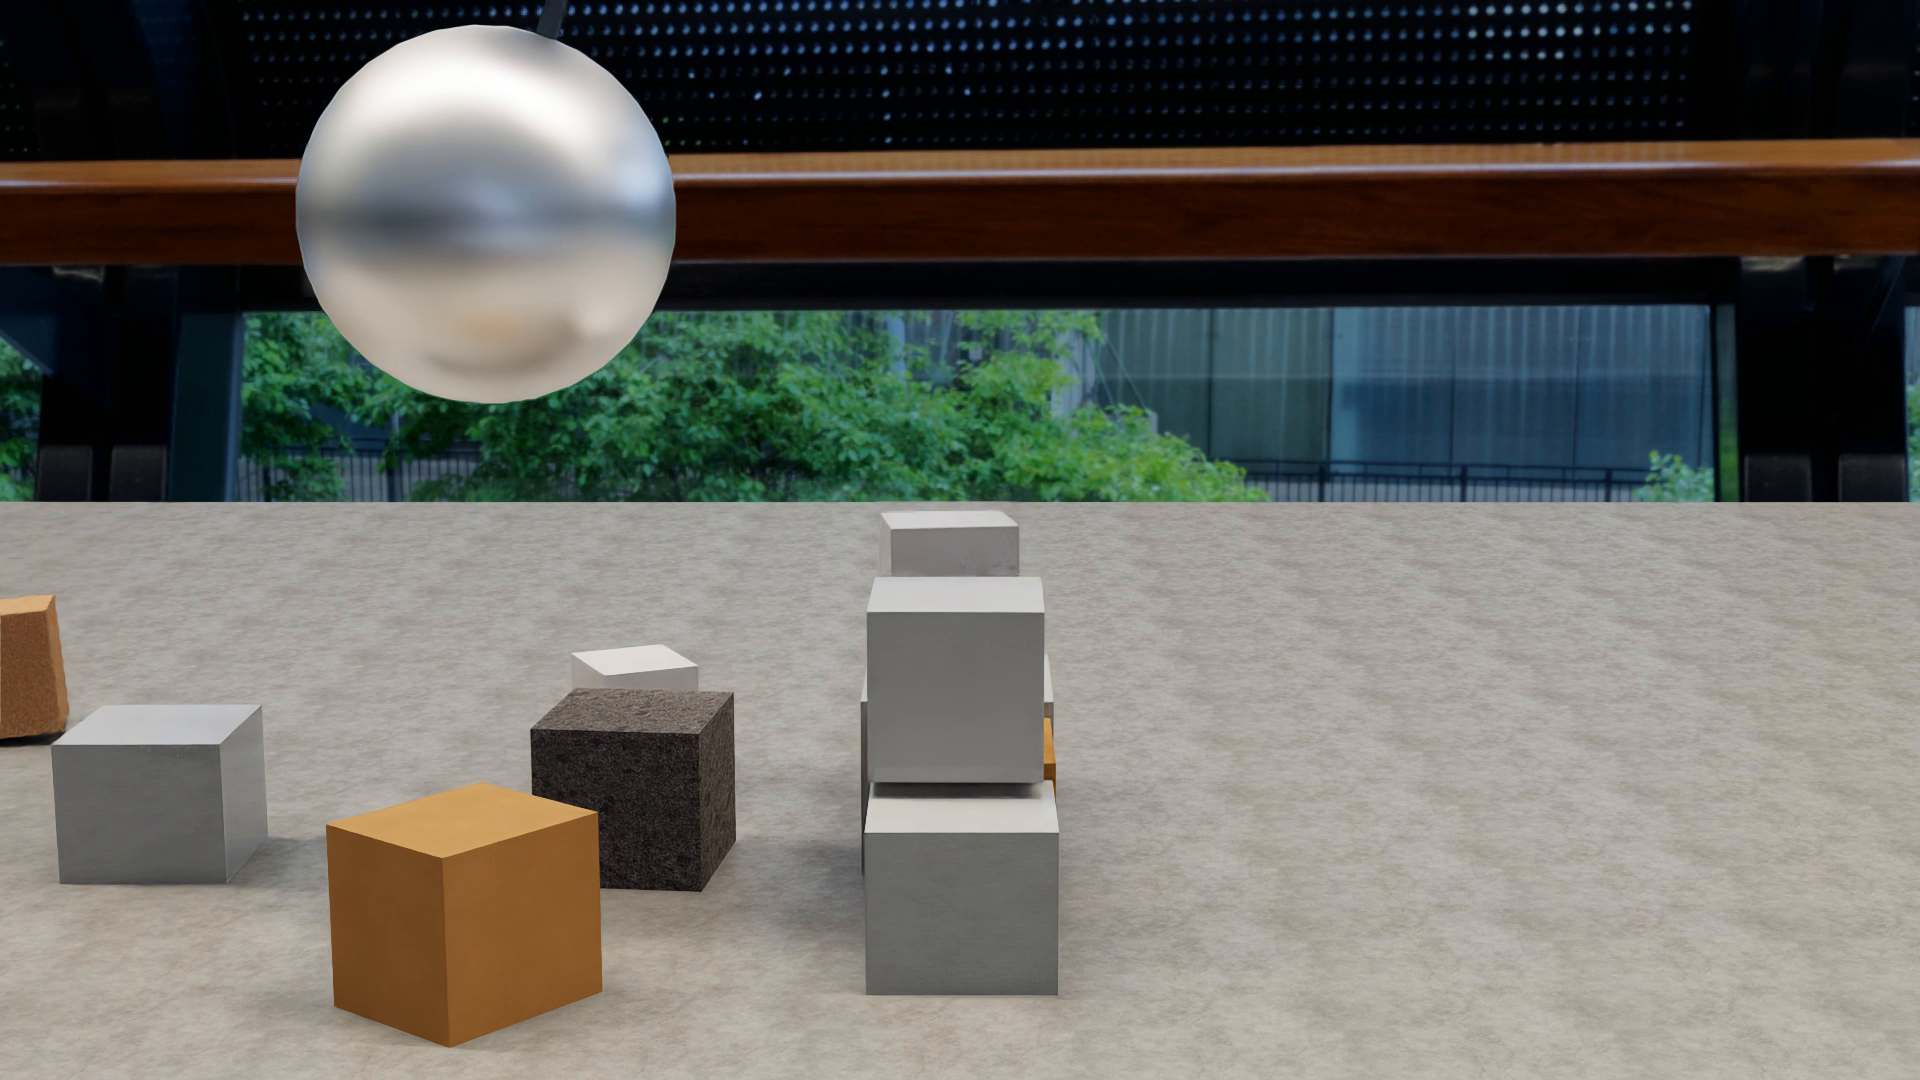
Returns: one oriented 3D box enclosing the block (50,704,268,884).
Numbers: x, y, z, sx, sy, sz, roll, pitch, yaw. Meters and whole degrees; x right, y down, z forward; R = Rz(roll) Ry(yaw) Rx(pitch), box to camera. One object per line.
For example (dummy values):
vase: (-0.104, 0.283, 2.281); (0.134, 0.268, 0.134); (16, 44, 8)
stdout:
block: (-3.588, 1.135, 11.556); (0.731, 0.631, 0.713); (0, 10, -1)

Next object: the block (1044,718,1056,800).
block: (0.021, 1.202, 10.939); (0.746, 0.721, 0.746); (0, 10, 0)

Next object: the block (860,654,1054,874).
block: (-0.010, 1.015, 11.775); (0.847, 0.791, 0.932); (0, 10, 0)

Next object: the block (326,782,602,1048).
block: (-1.886, 1.410, 9.798); (0.676, 0.721, 0.757); (8, 13, 38)

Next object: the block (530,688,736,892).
block: (-1.450, 1.106, 11.504); (0.743, 0.708, 0.762); (1, 10, 6)

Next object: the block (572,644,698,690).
block: (-1.642, 0.895, 12.975); (0.486, 0.597, 0.545); (-5, 11, -25)

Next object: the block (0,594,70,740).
block: (-5.155, 0.691, 13.750); (0.610, 0.656, 0.570); (-7, 9, -14)

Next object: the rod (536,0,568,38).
rod: (-0.871, -4.533, 10.356); (0.080, 5.200, 0.080); (19, 10, -3)

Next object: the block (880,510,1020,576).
block: (-0.058, 0.237, 12.719); (0.620, 0.683, 0.669); (-1, 7, -6)

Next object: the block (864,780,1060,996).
block: (0.007, 1.370, 10.208); (0.742, 0.652, 0.737); (0, 10, 0)

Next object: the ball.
ball: (-2.009, -1.381, 10.929); (1.600, 1.600, 1.600); (0, 10, 0)

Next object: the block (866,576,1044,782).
block: (-0.012, 0.560, 10.517); (0.701, 0.694, 0.723); (0, 10, 1)
